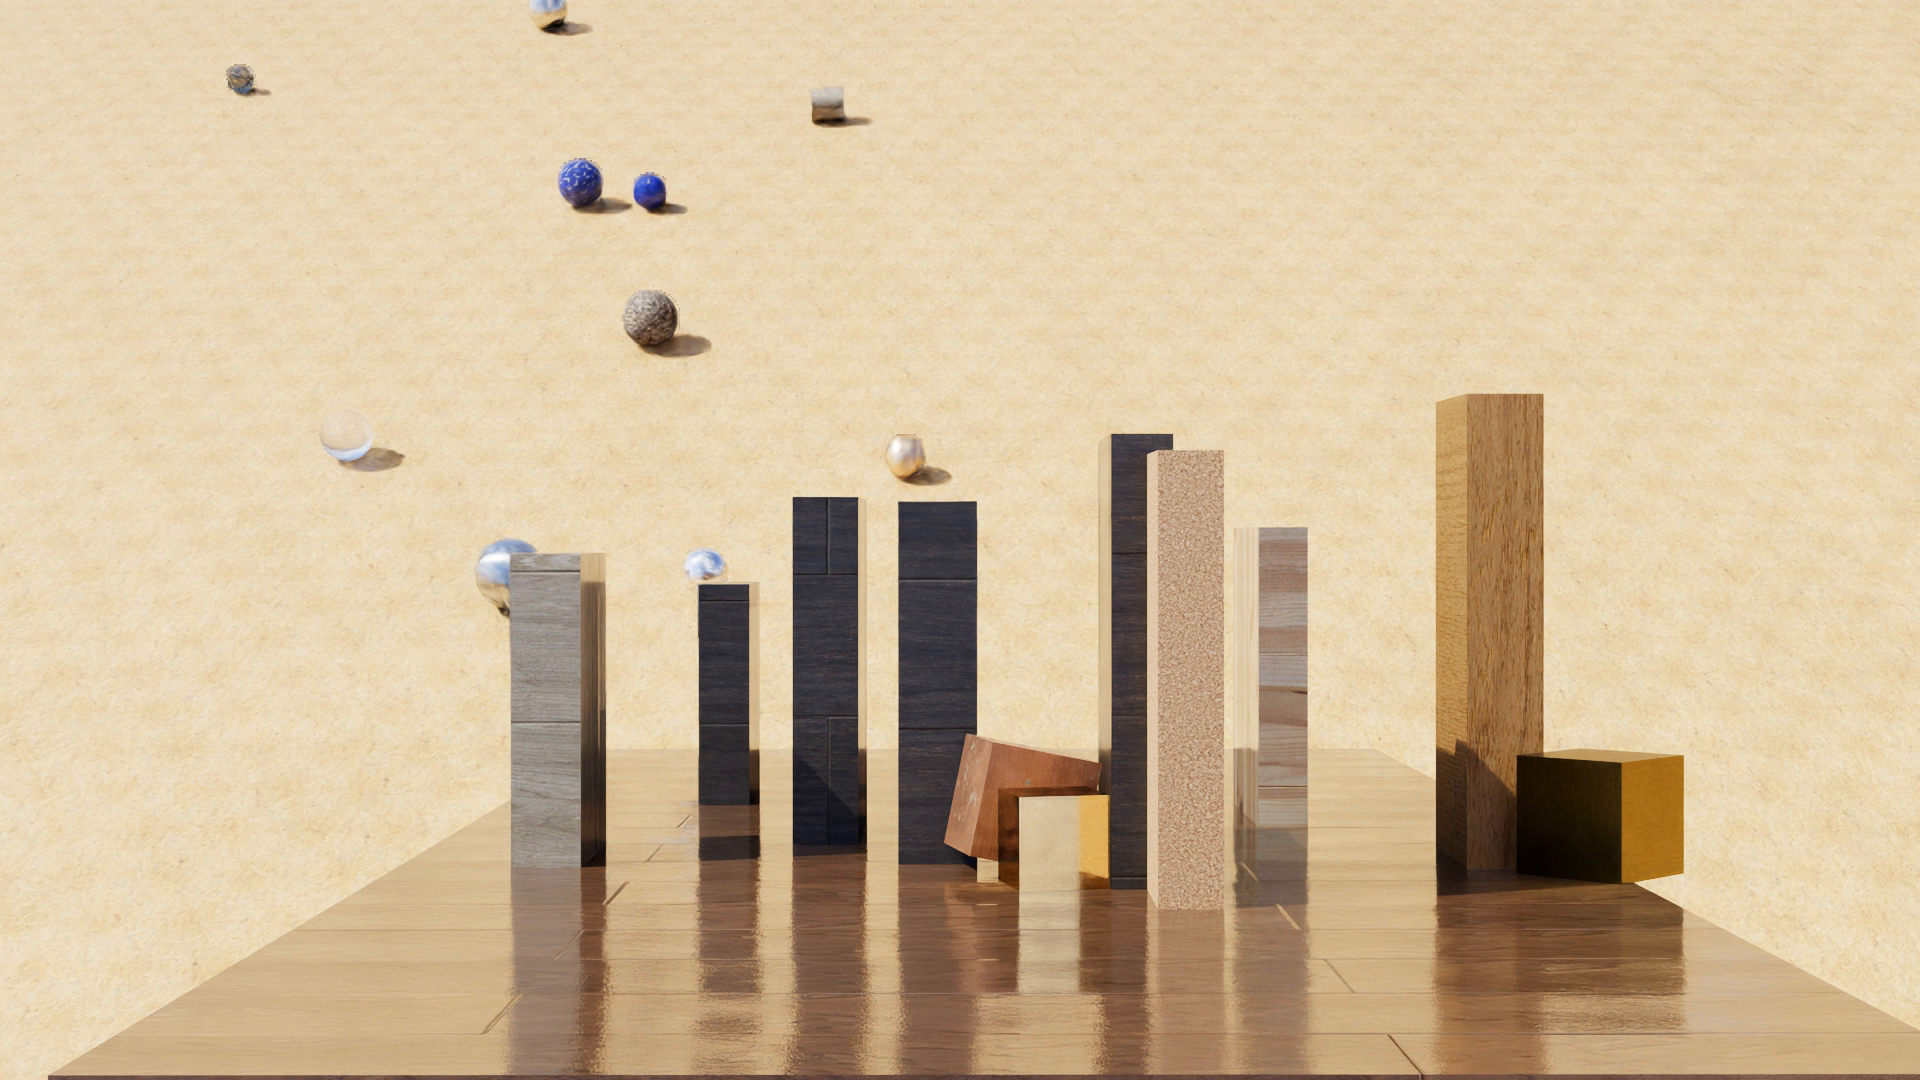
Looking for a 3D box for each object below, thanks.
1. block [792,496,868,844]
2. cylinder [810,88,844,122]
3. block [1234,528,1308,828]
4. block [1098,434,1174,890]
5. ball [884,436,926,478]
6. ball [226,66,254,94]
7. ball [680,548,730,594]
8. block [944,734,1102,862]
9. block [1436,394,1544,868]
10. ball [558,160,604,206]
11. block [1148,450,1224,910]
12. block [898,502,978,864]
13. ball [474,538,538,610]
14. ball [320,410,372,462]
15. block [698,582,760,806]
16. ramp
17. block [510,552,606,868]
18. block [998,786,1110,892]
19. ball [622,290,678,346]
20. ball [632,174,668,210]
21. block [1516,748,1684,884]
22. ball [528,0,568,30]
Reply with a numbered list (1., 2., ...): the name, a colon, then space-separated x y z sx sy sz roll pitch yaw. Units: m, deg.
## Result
1. block: -0.239 0.232 4.808 0.117 0.618 0.433 0 0 0
2. cylinder: -0.556 -1.825 10.851 0.135 0.135 0.135 -3 30 -5
3. block: 0.607 0.257 5.085 0.093 0.565 0.444 0 0 0
4. block: 0.283 0.188 4.200 0.097 0.708 0.374 0 0 0
5. ball: -0.172 -0.262 8.096 0.131 0.131 0.131 0 30 0
6. ball: -3.103 -1.984 11.153 0.115 0.115 0.115 0 30 0
7. ball: -0.736 0.091 7.465 0.139 0.139 0.139 0 30 0
8. block: 0.101 0.432 4.240 0.185 0.185 0.185 12 -3 -13
9. block: 0.898 0.150 4.398 0.127 0.783 0.278 0 0 0
10. ball: -1.470 -1.382 10.025 0.179 0.179 0.179 0 30 0
11. block: 0.339 0.205 3.984 0.097 0.675 0.365 0 0 0
12. block: -0.037 0.238 4.455 0.132 0.607 0.275 0 0 0
13. ball: -1.282 0.097 7.390 0.204 0.204 0.204 0 30 0
14. ball: -1.941 -0.331 8.186 0.162 0.162 0.162 0 30 0
15. block: -0.480 0.314 5.399 0.104 0.450 0.277 0 0 0
16. ramp: 0.066 0.591 4.644 2.000 0.100 4.000 0 0 0
17. block: -0.686 0.282 4.438 0.116 0.519 0.309 0 0 0
18. block: 0.147 0.470 4.079 0.146 0.146 0.146 0 0 -12
19. ball: -1.069 -0.763 8.920 0.191 0.191 0.191 0 30 0
20. ball: -1.200 -1.346 10.007 0.134 0.134 0.134 0 30 0
21. block: 1.040 0.446 4.202 0.192 0.192 0.192 0 0 45
22. ball: -1.896 -2.443 11.892 0.186 0.186 0.186 0 30 0
